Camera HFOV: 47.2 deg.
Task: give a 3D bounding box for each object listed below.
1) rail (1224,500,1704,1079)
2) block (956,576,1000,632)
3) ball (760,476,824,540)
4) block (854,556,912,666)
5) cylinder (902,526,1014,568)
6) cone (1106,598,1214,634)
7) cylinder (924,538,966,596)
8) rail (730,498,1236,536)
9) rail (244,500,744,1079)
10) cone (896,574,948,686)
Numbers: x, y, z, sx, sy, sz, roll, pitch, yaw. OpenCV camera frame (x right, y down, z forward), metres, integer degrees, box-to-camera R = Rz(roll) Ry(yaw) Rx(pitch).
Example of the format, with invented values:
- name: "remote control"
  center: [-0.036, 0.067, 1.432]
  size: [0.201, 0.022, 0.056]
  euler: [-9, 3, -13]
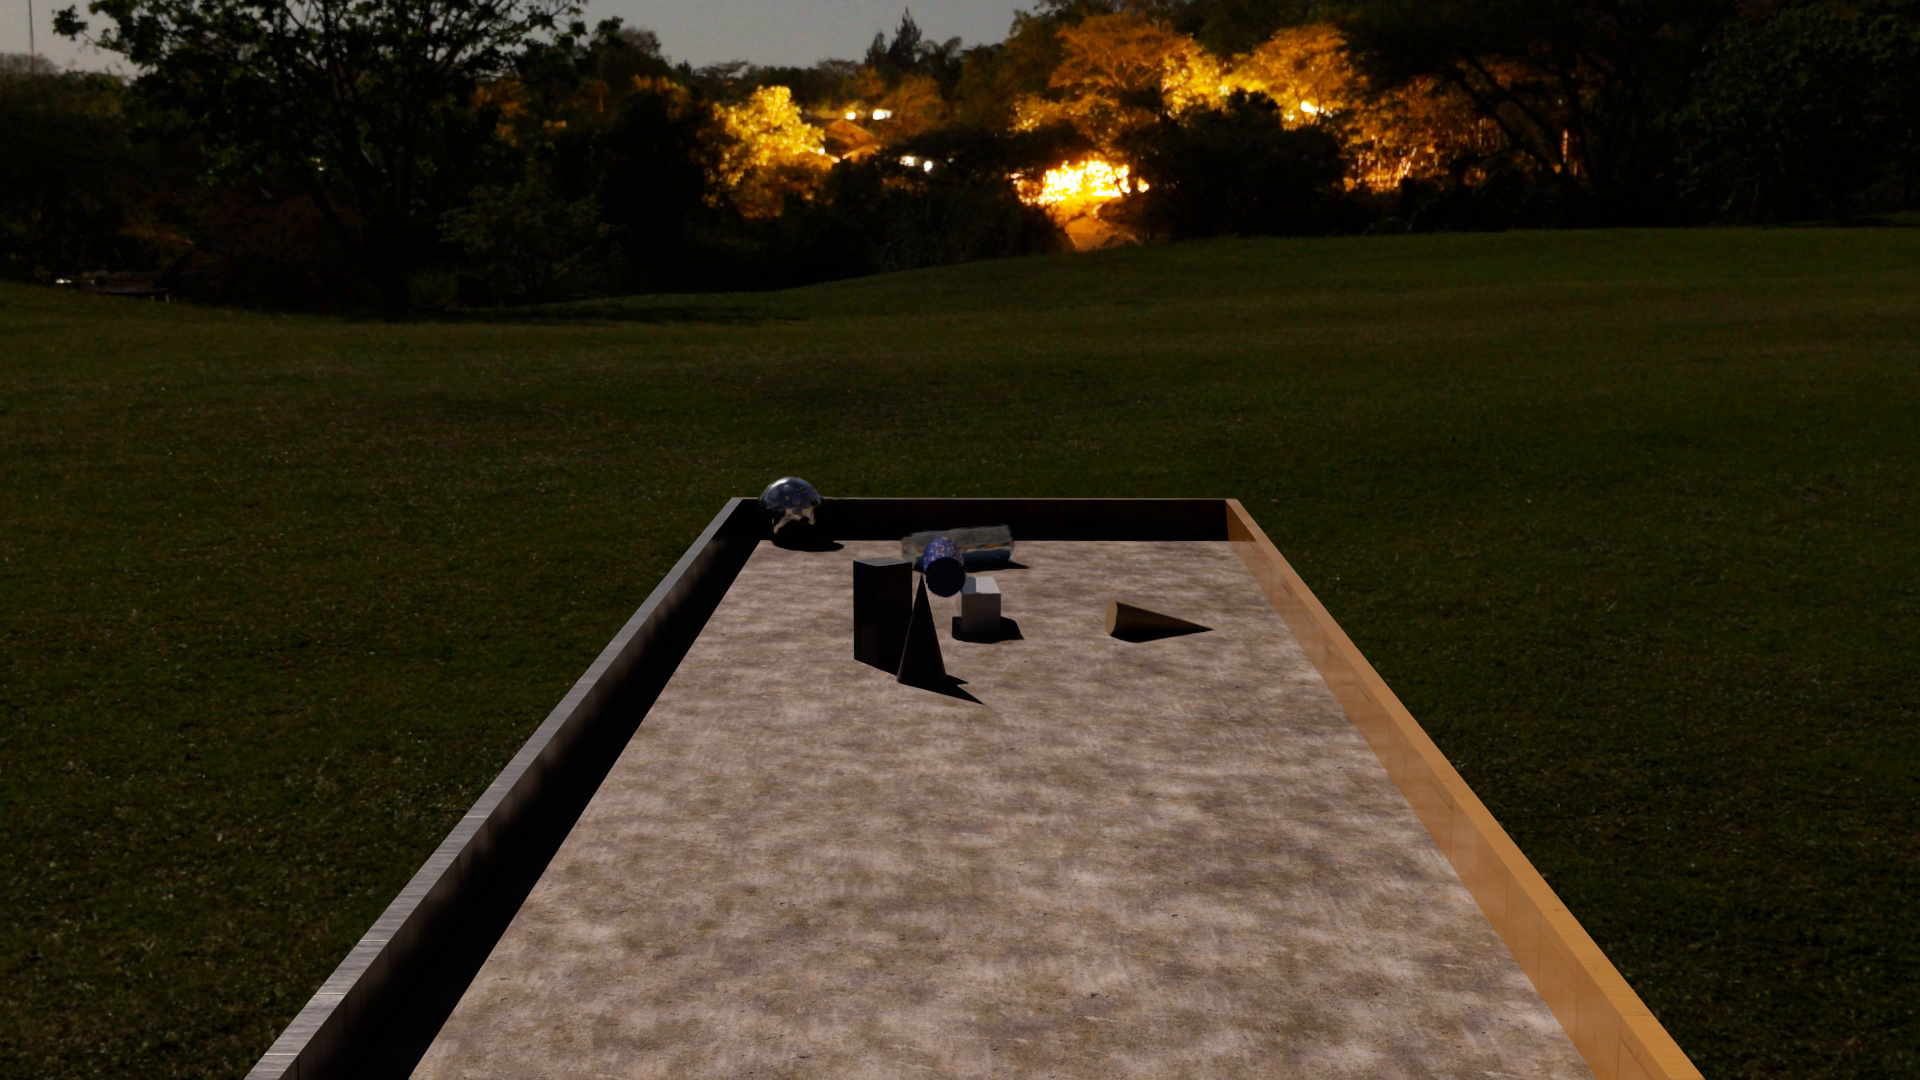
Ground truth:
- name: "rail"
  center: [1.046, 0.843, 3.208]
  size: [0.050, 0.150, 12.000]
  euler: [0, 9, 1]
- name: "block"
  center: [0.058, 0.211, 7.270]
  size: [0.128, 0.128, 0.319]
  euler: [-1, 9, -4]
- name: "ball"
  center: [-0.691, -0.130, 8.995]
  size: [0.261, 0.261, 0.261]
  euler: [0, 9, 0]
- name: "block"
  center: [-0.234, 0.216, 6.675]
  size: [0.129, 0.305, 0.129]
  euler: [-6, 11, -35]
- name: "cylinder"
  center: [-0.007, 0.026, 8.405]
  size: [0.418, 0.137, 0.137]
  euler: [-5, 10, -26]
- name: "cone"
  center: [0.660, 0.270, 7.122]
  size: [0.360, 0.117, 0.117]
  euler: [7, 7, -14]
- name: "cylinder"
  center: [-0.052, 0.087, 7.320]
  size: [0.131, 0.131, 0.348]
  euler: [0, 11, -2]
- name: "rail"
  center: [0.099, -0.098, 9.147]
  size: [2.100, 0.150, 0.050]
  euler: [0, 9, 1]
- name: "rail"
  center: [-1.004, 0.839, 3.234]
  size: [0.050, 0.150, 12.000]
  euler: [0, 9, 1]
- name: "cone"
  center: [-0.111, 0.251, 6.399]
  size: [0.151, 0.321, 0.151]
  euler: [0, 9, 0]
